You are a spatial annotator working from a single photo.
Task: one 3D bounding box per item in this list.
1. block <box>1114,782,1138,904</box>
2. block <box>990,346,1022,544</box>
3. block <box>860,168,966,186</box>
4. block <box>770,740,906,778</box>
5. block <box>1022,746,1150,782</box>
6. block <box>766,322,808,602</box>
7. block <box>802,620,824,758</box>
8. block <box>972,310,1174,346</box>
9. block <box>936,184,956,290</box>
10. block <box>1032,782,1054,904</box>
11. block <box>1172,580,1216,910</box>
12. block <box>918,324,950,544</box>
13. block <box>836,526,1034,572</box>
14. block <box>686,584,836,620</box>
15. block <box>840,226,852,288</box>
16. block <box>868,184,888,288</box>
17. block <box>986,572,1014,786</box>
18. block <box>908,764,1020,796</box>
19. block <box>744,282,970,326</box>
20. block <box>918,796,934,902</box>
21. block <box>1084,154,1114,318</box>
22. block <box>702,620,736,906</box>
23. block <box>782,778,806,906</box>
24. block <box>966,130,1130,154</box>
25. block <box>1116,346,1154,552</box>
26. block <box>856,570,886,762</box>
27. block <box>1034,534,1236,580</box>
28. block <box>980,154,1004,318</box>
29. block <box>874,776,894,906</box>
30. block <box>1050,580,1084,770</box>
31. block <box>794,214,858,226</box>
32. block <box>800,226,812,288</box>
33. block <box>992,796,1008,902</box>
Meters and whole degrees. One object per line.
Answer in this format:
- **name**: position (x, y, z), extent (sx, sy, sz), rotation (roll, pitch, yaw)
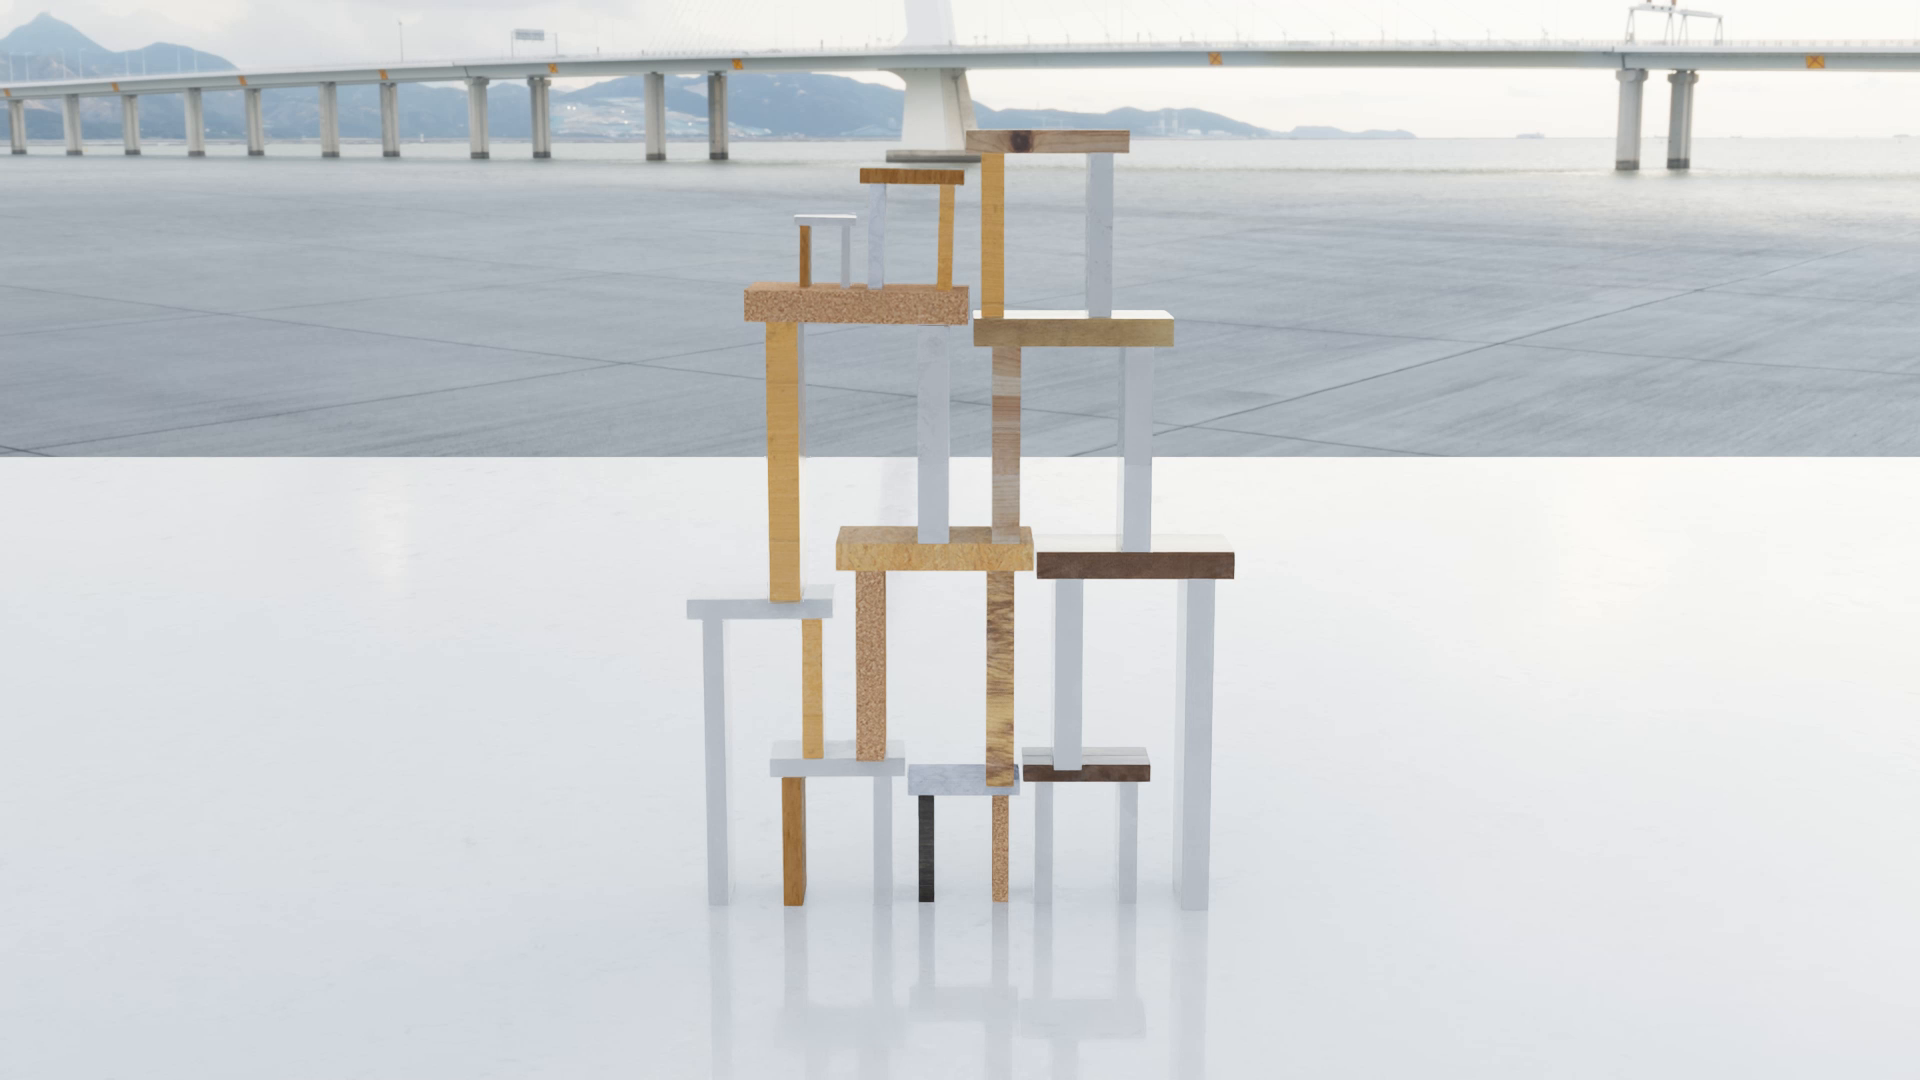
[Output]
- **block**: position (0.276, 0.487, 3.654), extent (0.029, 0.208, 0.104), rotation (0, 11, 0)
- **block**: position (0.073, -0.161, 3.526), extent (0.044, 0.311, 0.156), rotation (0, 11, 0)
- **block**: position (-0.073, -0.571, 3.455), extent (0.162, 0.023, 0.081), rotation (1, 10, 2)
- **block**: position (-0.200, 0.359, 3.623), extent (0.220, 0.031, 0.110), rotation (0, 11, -1)
- **block**: position (0.207, 0.370, 3.633), extent (0.208, 0.029, 0.104), rotation (0, 11, 0)
- **block**: position (-0.278, -0.135, 3.531), extent (0.049, 0.440, 0.174), rotation (0, 10, -1)
- **block**: position (-0.241, 0.229, 3.600), extent (0.033, 0.233, 0.117), rotation (0, 11, -4)
- **block**: position (0.177, -0.336, 3.493), extent (0.311, 0.044, 0.156), rotation (0, 11, 0)
- **block**: position (-0.021, -0.479, 3.470), extent (0.023, 0.162, 0.081), rotation (2, 10, 1)
- **block**: position (0.137, 0.487, 3.654), extent (0.029, 0.208, 0.104), rotation (0, 11, 0)
- **block**: position (0.383, 0.319, 3.617), extent (0.044, 0.551, 0.157), rotation (0, 11, 0)
- **block**: position (-0.042, -0.181, 3.530), extent (0.049, 0.347, 0.174), rotation (0, 11, 0)
- **block**: position (-0.040, 0.013, 3.560), extent (0.314, 0.044, 0.157), rotation (0, 11, 0)
- **block**: position (-0.321, 0.100, 3.568), extent (0.233, 0.033, 0.117), rotation (0, 11, -1)
- **block**: position (-0.179, -0.449, 3.474), extent (0.014, 0.097, 0.049), rotation (1, 13, 0)
- **block**: position (-0.131, -0.481, 3.472), extent (0.023, 0.162, 0.081), rotation (2, 10, 1)
- **block**: position (0.065, 0.210, 3.597), extent (0.044, 0.355, 0.157), rotation (0, 11, 0)
- **block**: position (0.006, 0.396, 3.636), extent (0.184, 0.026, 0.092), rotation (0, 11, 0)
- **block**: position (-0.160, -0.377, 3.493), extent (0.347, 0.049, 0.174), rotation (1, 11, 1)
- **block**: position (-0.055, 0.499, 3.656), extent (0.026, 0.184, 0.092), rotation (0, 11, 0)
- **block**: position (0.219, -0.483, 3.473), extent (0.036, 0.252, 0.126), rotation (0, 11, 0)
- **block**: position (-0.397, 0.352, 3.624), extent (0.033, 0.484, 0.117), rotation (0, 11, 0)
- **block**: position (-0.274, 0.483, 3.645), extent (0.031, 0.220, 0.110), rotation (0, 11, 0)
- **block**: position (0.135, -0.625, 3.447), extent (0.252, 0.036, 0.126), rotation (0, 11, 0)
- **block**: position (0.280, -0.155, 3.527), extent (0.044, 0.325, 0.156), rotation (0, 11, 0)
- **block**: position (-0.145, 0.189, 3.596), extent (0.044, 0.314, 0.157), rotation (0, 11, -1)
- **block**: position (0.279, 0.026, 3.563), extent (0.314, 0.044, 0.157), rotation (0, 11, 0)
- **block**: position (0.051, -0.483, 3.474), extent (0.036, 0.252, 0.126), rotation (0, 11, 0)
- **block**: position (-0.127, 0.482, 3.648), extent (0.031, 0.220, 0.110), rotation (0, 11, -1)
- **block**: position (0.174, 0.202, 3.596), extent (0.044, 0.314, 0.157), rotation (0, 11, 0)
- **block**: position (-0.211, -0.504, 3.463), extent (0.097, 0.014, 0.049), rotation (1, 13, 1)
- **block**: position (-0.244, -0.449, 3.476), extent (0.014, 0.097, 0.049), rotation (1, 11, 1)
- **block**: position (0.067, 0.499, 3.656), extent (0.026, 0.184, 0.092), rotation (0, 11, 0)
